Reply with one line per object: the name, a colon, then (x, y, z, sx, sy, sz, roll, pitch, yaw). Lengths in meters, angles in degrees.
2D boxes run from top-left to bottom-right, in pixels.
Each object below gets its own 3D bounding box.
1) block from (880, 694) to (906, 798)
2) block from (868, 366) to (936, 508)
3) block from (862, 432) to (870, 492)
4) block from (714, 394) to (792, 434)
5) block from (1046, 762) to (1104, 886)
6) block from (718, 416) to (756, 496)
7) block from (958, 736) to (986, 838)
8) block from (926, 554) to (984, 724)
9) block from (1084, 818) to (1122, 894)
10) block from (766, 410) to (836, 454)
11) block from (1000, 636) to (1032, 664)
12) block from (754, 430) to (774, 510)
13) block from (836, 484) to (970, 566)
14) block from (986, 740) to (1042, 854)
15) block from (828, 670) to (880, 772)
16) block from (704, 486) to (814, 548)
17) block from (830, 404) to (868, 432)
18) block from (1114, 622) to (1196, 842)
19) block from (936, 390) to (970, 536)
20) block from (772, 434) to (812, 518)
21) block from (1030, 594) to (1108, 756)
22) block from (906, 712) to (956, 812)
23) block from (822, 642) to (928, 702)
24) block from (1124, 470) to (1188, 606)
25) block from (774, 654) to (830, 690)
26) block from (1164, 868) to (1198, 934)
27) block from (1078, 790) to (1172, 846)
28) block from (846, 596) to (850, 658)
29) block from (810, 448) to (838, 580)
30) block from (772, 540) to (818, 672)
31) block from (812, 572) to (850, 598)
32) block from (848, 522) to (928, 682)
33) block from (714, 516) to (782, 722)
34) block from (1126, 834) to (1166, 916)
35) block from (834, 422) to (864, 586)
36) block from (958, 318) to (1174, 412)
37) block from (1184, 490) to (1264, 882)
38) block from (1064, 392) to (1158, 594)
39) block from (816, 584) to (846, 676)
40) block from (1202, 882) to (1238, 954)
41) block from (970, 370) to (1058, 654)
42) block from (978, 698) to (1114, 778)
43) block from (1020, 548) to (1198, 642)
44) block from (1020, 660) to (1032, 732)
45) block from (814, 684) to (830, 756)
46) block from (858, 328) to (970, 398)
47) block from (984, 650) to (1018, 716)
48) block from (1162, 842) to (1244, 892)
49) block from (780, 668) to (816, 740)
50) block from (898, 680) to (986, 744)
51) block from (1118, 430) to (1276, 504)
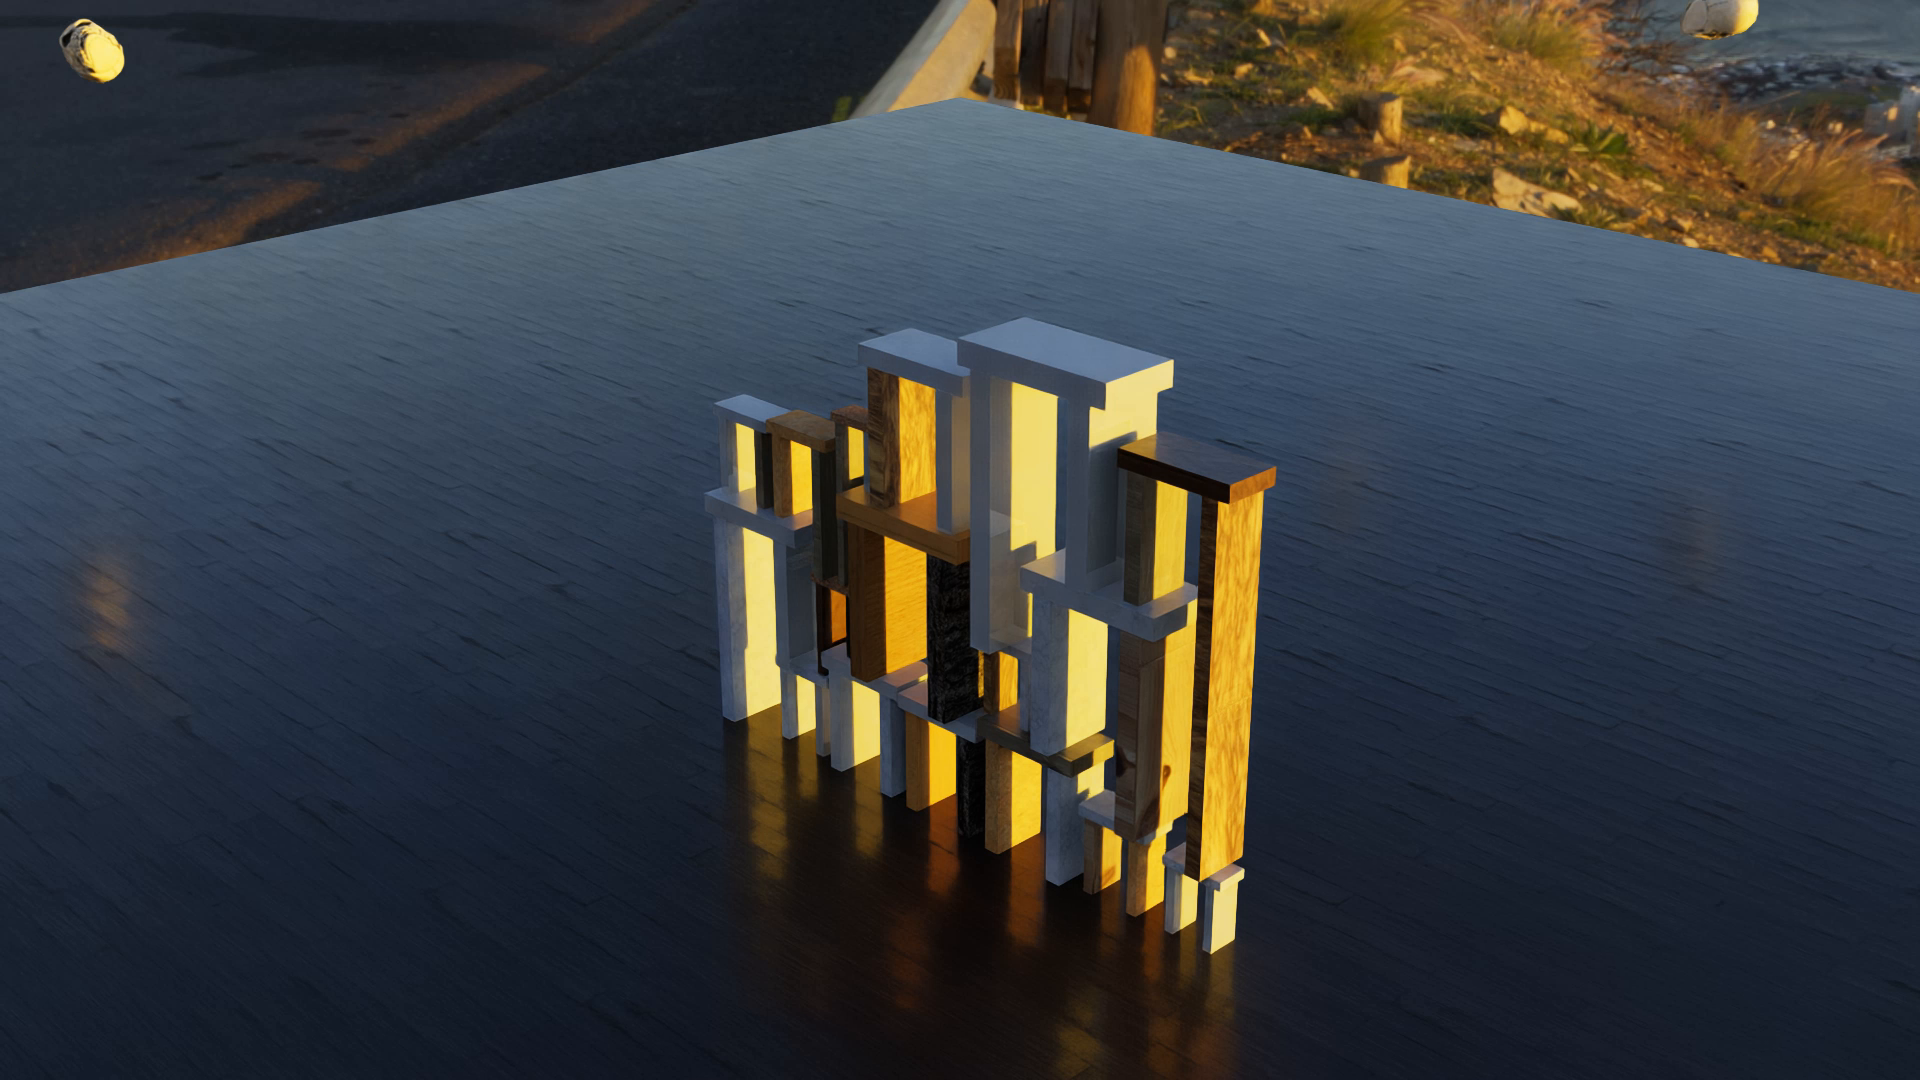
block: (-0.112, 0.403, 4.518, 0.032, 0.229, 0.114, 21, 31, 41)
block: (-0.112, -0.213, 4.250, 0.140, 0.280, 0.040, -21, 31, -40)
block: (-0.161, -0.161, 4.328, 0.062, 0.123, 0.017, -21, 31, -40)
block: (-0.426, -0.263, 4.578, 0.171, 0.024, 0.085, 21, 31, 41)
block: (0.220, 0.527, 4.205, 0.035, 0.244, 0.122, 21, 31, 41)
block: (-0.467, -0.189, 4.653, 0.024, 0.171, 0.086, 21, 31, 41)
block: (0.045, 0.471, 4.368, 0.031, 0.220, 0.110, 21, 31, 41)
block: (0.014, 0.169, 4.275, 0.169, 0.347, 0.048, -21, 31, -41)
block: (0.271, 0.585, 4.175, 0.023, 0.161, 0.081, 21, 31, 41)
block: (-0.300, -0.221, 4.455, 0.180, 0.025, 0.090, 21, 31, 41)
block: (0.112, 0.196, 4.187, 0.146, 0.021, 0.073, 21, 31, 40)
block: (-0.386, -0.157, 4.579, 0.024, 0.171, 0.086, 21, 31, 41)
block: (-0.065, -0.044, 4.272, 0.169, 0.048, 0.337, -21, 31, -40)
block: (0.105, 0.483, 4.311, 0.035, 0.244, 0.122, 21, 31, 41)
block: (-0.220, 0.361, 4.617, 0.114, 0.229, 0.032, -21, 31, -41)
block: (-0.389, -0.060, 4.622, 0.290, 0.041, 0.145, 21, 31, 41)
block: (-0.190, -0.237, 4.327, 0.062, 0.017, 0.123, -21, 31, -40)
block: (0.354, 0.331, 3.980, 0.045, 0.413, 0.159, 21, 31, 41)
block: (0.020, -0.161, 4.128, 0.140, 0.280, 0.040, -21, 31, -41)
block: (-0.343, -0.143, 4.534, 0.025, 0.180, 0.090, 21, 31, 41)
block: (0.204, 0.229, 4.100, 0.159, 0.319, 0.045, -21, 31, -41)
block: (-0.059, 0.430, 4.464, 0.110, 0.220, 0.031, -21, 31, -41)
block: (-0.166, 0.262, 4.516, 0.229, 0.032, 0.114, 21, 31, 41)
block: (0.343, -0.019, 3.846, 0.035, 0.246, 0.123, 21, 31, 41)
block: (-0.308, 0.267, 4.675, 0.166, 0.024, 0.083, 21, 31, 41)
block: (0.409, 0.652, 4.051, 0.019, 0.136, 0.068, 21, 31, 41)
block: (0.308, 0.516, 4.102, 0.161, 0.023, 0.081, 21, 31, 40)
block: (-0.202, 0.170, 4.516, 0.020, 0.138, 0.069, 21, 31, 41)
block: (-0.258, -0.063, 4.476, 0.025, 0.283, 0.090, 21, 31, 41)
block: (-0.320, 0.119, 4.624, 0.145, 0.290, 0.041, -21, 31, -41)
block: (-0.234, 0.085, 4.515, 0.138, 0.020, 0.069, 21, 31, 41)
block: (-0.144, 0.102, 4.420, 0.048, 0.337, 0.169, 21, 31, 41)
block: (-0.457, 0.153, 4.787, 0.041, 0.480, 0.145, 21, 31, 41)
block: (0.348, 0.615, 4.104, 0.023, 0.161, 0.081, 21, 31, 40)
block: (-0.219, -0.079, 4.426, 0.017, 0.351, 0.062, 21, 31, 41)
block: (0.183, -0.314, 3.888, 0.354, 0.050, 0.177, 21, 31, 40)
block: (0.459, 0.251, 3.834, 0.035, 0.733, 0.123, 21, 31, 41)
block: (0.267, -0.096, 3.891, 0.177, 0.354, 0.050, -21, 31, -40)
block: (-0.267, 0.177, 4.590, 0.020, 0.209, 0.069, 21, 31, 41)
block: (0.473, 0.677, 3.992, 0.019, 0.136, 0.068, 21, 31, 41)
block: (0.099, -0.070, 4.082, 0.177, 0.551, 0.050, -21, 31, -41)
block: (0.162, 0.377, 4.204, 0.244, 0.035, 0.122, 21, 31, 41)
block: (0.279, 0.091, 3.960, 0.159, 0.045, 0.319, -21, 31, -40)
block: (0.147, 0.285, 4.189, 0.073, 0.146, 0.021, -21, 31, -41)
block: (-0.269, 0.370, 4.676, 0.024, 0.166, 0.083, 21, 31, 41)
block: (-0.045, -0.335, 4.128, 0.280, 0.040, 0.140, 21, 31, 41)
block: (0.078, 0.259, 4.252, 0.021, 0.146, 0.073, 21, 31, 41)
block: (0.441, 0.593, 3.991, 0.136, 0.019, 0.068, 21, 31, 41)
block: (-0.347, 0.339, 4.748, 0.024, 0.166, 0.083, 21, 31, 41)
block: (-0.008, 0.335, 4.366, 0.110, 0.031, 0.221, -21, 31, -40)
block: (0.401, -0.125, 3.737, 0.123, 0.035, 0.246, -21, 31, -40)
